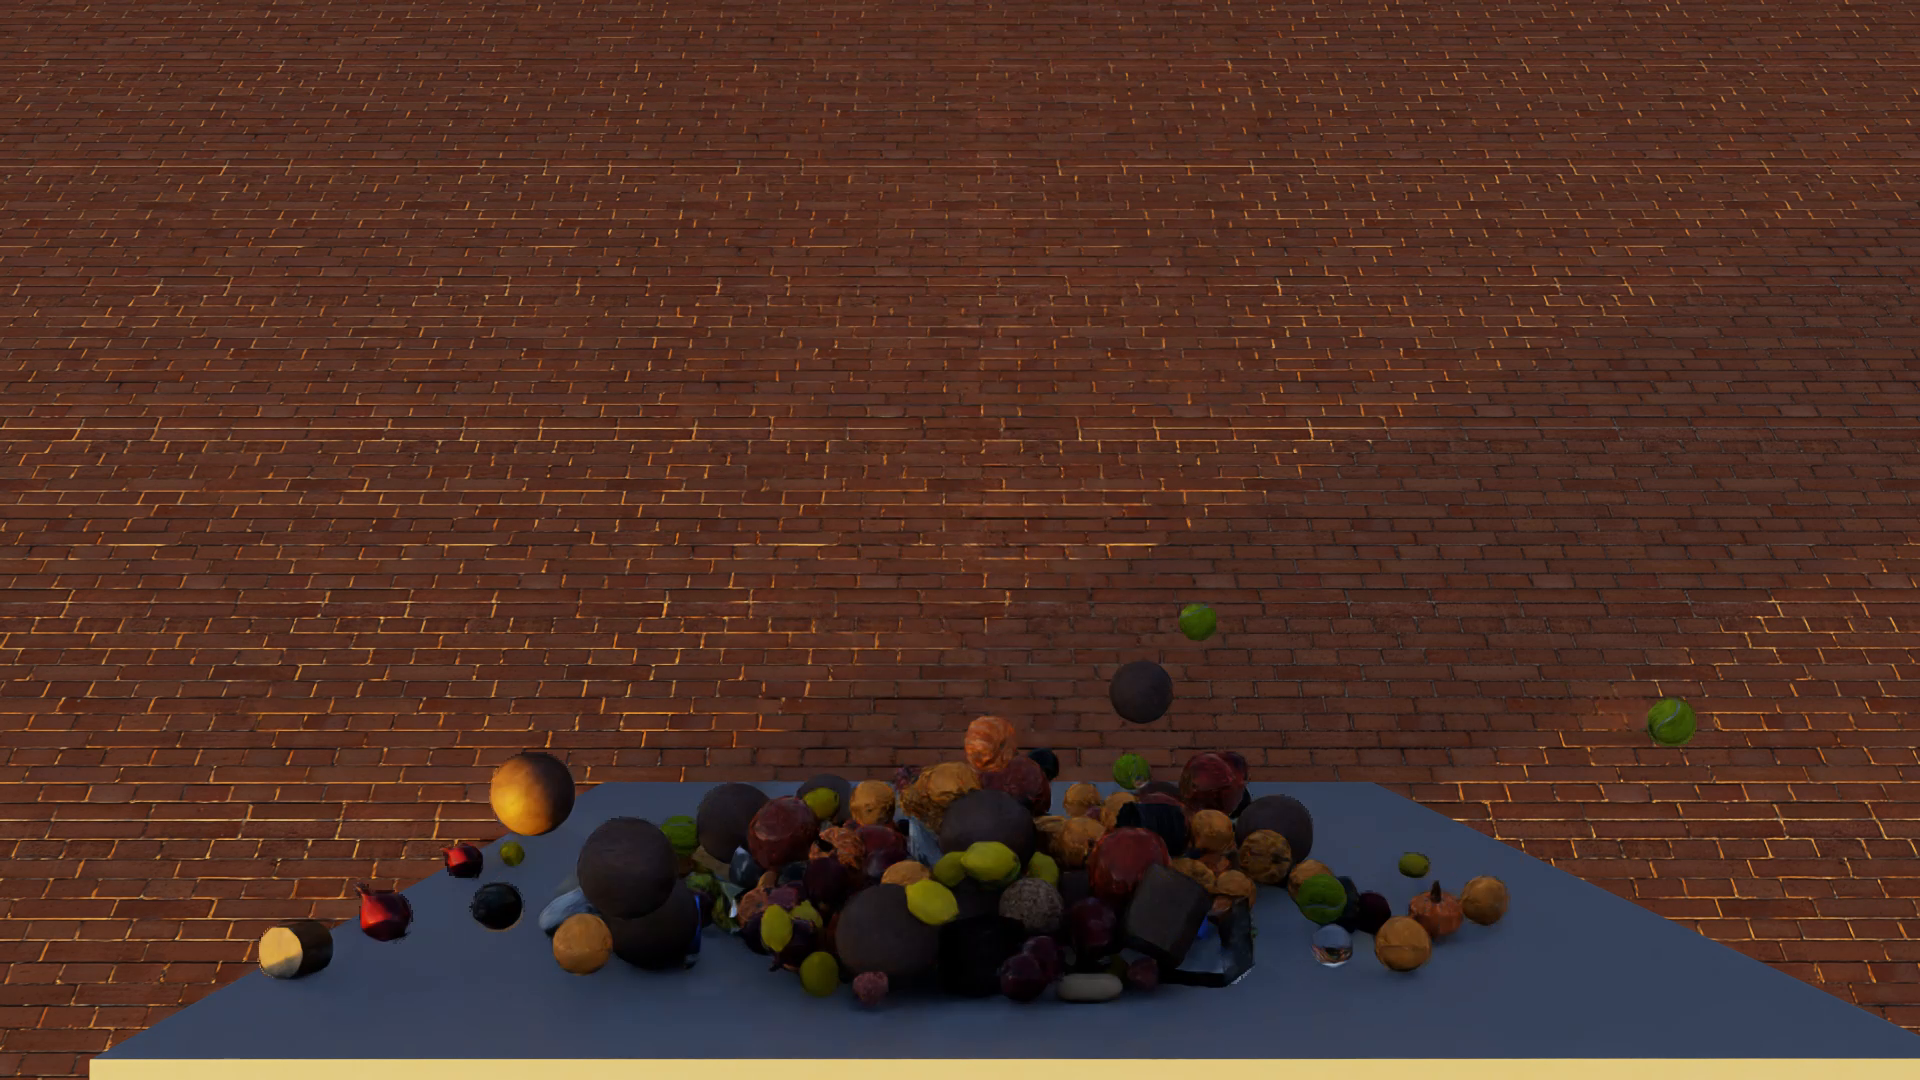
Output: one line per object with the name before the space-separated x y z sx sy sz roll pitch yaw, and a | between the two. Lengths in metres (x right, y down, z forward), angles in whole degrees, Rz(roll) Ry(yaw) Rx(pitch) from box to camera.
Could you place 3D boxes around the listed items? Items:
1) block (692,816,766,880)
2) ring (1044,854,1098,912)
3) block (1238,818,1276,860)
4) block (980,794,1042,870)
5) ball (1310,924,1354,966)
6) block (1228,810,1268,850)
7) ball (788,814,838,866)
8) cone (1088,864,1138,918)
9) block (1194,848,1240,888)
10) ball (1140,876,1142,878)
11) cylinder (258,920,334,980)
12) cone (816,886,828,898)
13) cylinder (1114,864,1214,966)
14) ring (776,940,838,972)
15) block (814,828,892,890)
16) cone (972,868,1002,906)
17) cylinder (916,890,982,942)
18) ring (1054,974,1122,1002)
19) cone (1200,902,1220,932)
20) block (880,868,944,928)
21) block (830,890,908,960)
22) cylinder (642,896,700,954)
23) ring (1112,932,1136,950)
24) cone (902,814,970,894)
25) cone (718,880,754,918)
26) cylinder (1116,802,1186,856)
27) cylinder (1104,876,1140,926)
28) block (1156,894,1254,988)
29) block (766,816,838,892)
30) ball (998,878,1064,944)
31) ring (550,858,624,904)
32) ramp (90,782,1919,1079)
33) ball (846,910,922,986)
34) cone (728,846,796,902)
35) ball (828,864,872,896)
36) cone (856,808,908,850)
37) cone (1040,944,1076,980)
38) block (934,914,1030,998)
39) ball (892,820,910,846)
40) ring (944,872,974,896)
block | -0.386 0.522 4.375 0.082 0.082 0.082 27 -2 18
ring | 0.168 0.533 4.023 0.110 0.037 0.110 -36 20 15
block | 0.554 0.557 4.843 0.071 0.071 0.071 0 -1 6
block | 0.087 0.508 4.518 0.094 0.094 0.094 -1 26 -7
ball | 0.493 0.537 3.437 0.056 0.056 0.056 0 33 0
block | 0.555 0.558 4.975 0.057 0.057 0.057 0 21 30
ball | -0.228 0.465 4.020 0.079 0.079 0.079 0 33 0
cone | 0.220 0.489 3.669 0.079 0.079 0.079 0 70 1
block | 0.435 0.555 4.391 0.057 0.057 0.057 -1 -1 34
ball | 0.295 0.548 4.028 0.058 0.058 0.058 0 33 0
cylinder | -0.859 0.530 3.358 0.067 0.067 0.067 15 4 21
cone | -0.220 0.562 4.192 0.065 0.065 0.065 7 23 11
cylinder | 0.252 0.464 3.209 0.093 0.093 0.093 20 71 28
ring | -0.203 0.550 3.427 0.083 0.028 0.083 0 6 0
block | -0.167 0.515 4.075 0.080 0.080 0.080 35 14 2
cone | 0.046 0.549 4.115 0.059 0.059 0.059 -1 -3 0
cylinder | -0.015 0.531 3.621 0.072 0.072 0.072 -14 8 -21
ring | 0.157 0.546 3.165 0.084 0.028 0.084 -1 -2 0
cone | 0.335 0.557 3.818 0.071 0.071 0.071 -30 25 23
block | -0.075 0.529 3.833 0.064 0.064 0.064 35 18 29
block | -0.123 0.514 3.471 0.091 0.091 0.091 2 -7 -9
cylinder | -0.396 0.529 3.565 0.077 0.077 0.077 0 33 -4
ring | 0.266 0.549 3.602 0.109 0.036 0.109 5 -4 0
cone | -0.049 0.410 3.496 0.097 0.097 0.097 -19 19 7
cone | -0.332 0.505 3.729 0.053 0.053 0.053 -28 55 -36
cylinder | 0.271 0.412 3.688 0.073 0.073 0.073 6 29 -25
cylinder | 0.244 0.530 3.811 0.073 0.073 0.073 -1 -11 -2
block | 0.310 0.508 3.303 0.092 0.092 0.092 -1 9 31
block | -0.255 0.503 4.162 0.085 0.085 0.085 15 58 -24
ball | 0.090 0.466 3.265 0.083 0.083 0.083 0 33 0
ring | -0.559 0.523 3.892 0.124 0.041 0.124 -31 14 9
ramp | 0.073 0.641 4.758 2.000 0.100 4.000 0 -1 0
ball | -0.095 0.515 3.267 0.095 0.095 0.095 0 33 0
cone | -0.302 0.532 4.035 0.099 0.099 0.099 6 34 8
ball | -0.168 0.526 3.937 0.068 0.068 0.068 0 33 0
cone | -0.139 0.551 4.792 0.096 0.096 0.096 11 35 11
cone | 0.135 0.545 3.261 0.051 0.051 0.051 -23 37 18
block | 0.028 0.516 3.221 0.080 0.080 0.080 -9 5 -34
ball | -0.109 0.571 5.068 0.052 0.052 0.052 0 33 0
ring | -0.042 0.560 4.239 0.130 0.043 0.130 1 2 0
